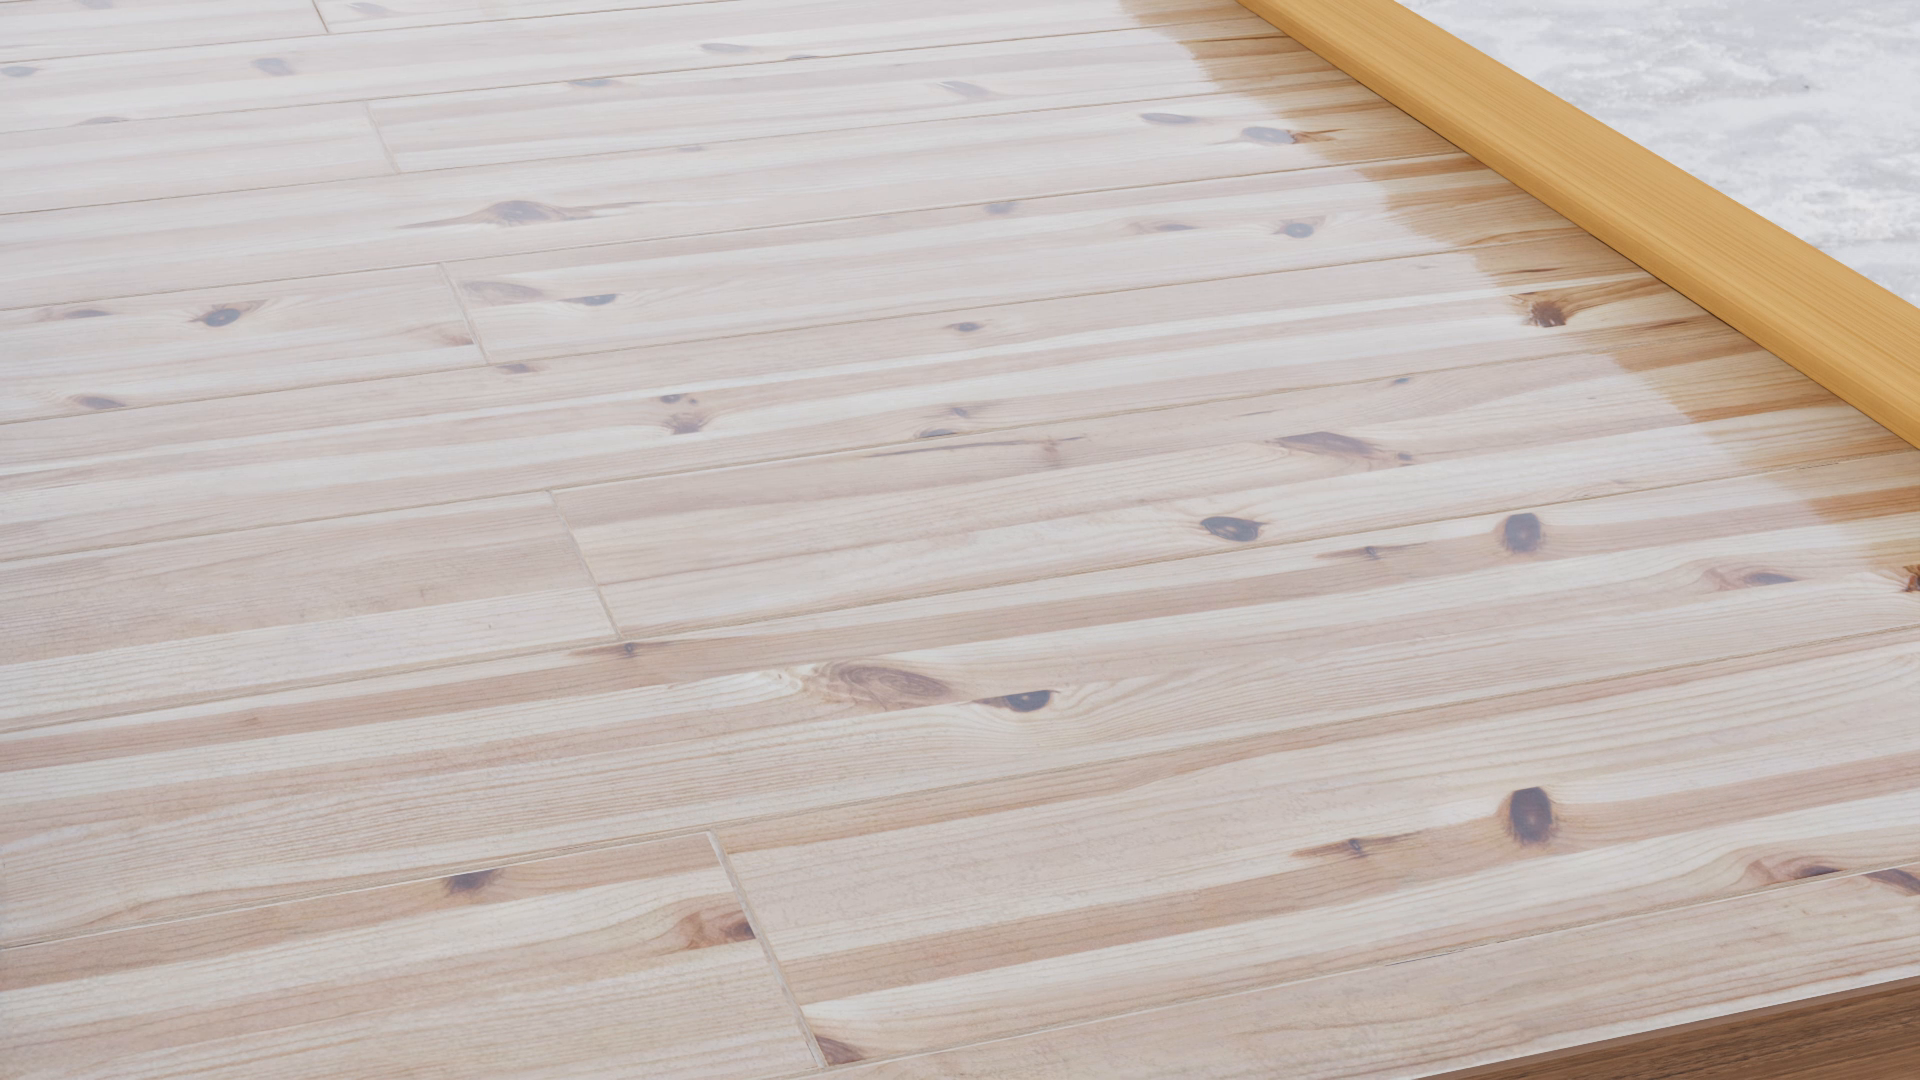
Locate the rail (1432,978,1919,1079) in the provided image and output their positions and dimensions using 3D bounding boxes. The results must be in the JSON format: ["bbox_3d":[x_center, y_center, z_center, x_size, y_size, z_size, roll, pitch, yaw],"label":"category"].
[{"bbox_3d":[0.224,0.279,1.382,1.520,0.103,0.045,-8,27,-16],"label":"rail"}]

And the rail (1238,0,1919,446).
[{"bbox_3d":[0.468,-0.427,2.844,0.045,0.103,2.982,-8,27,-16],"label":"rail"}]
